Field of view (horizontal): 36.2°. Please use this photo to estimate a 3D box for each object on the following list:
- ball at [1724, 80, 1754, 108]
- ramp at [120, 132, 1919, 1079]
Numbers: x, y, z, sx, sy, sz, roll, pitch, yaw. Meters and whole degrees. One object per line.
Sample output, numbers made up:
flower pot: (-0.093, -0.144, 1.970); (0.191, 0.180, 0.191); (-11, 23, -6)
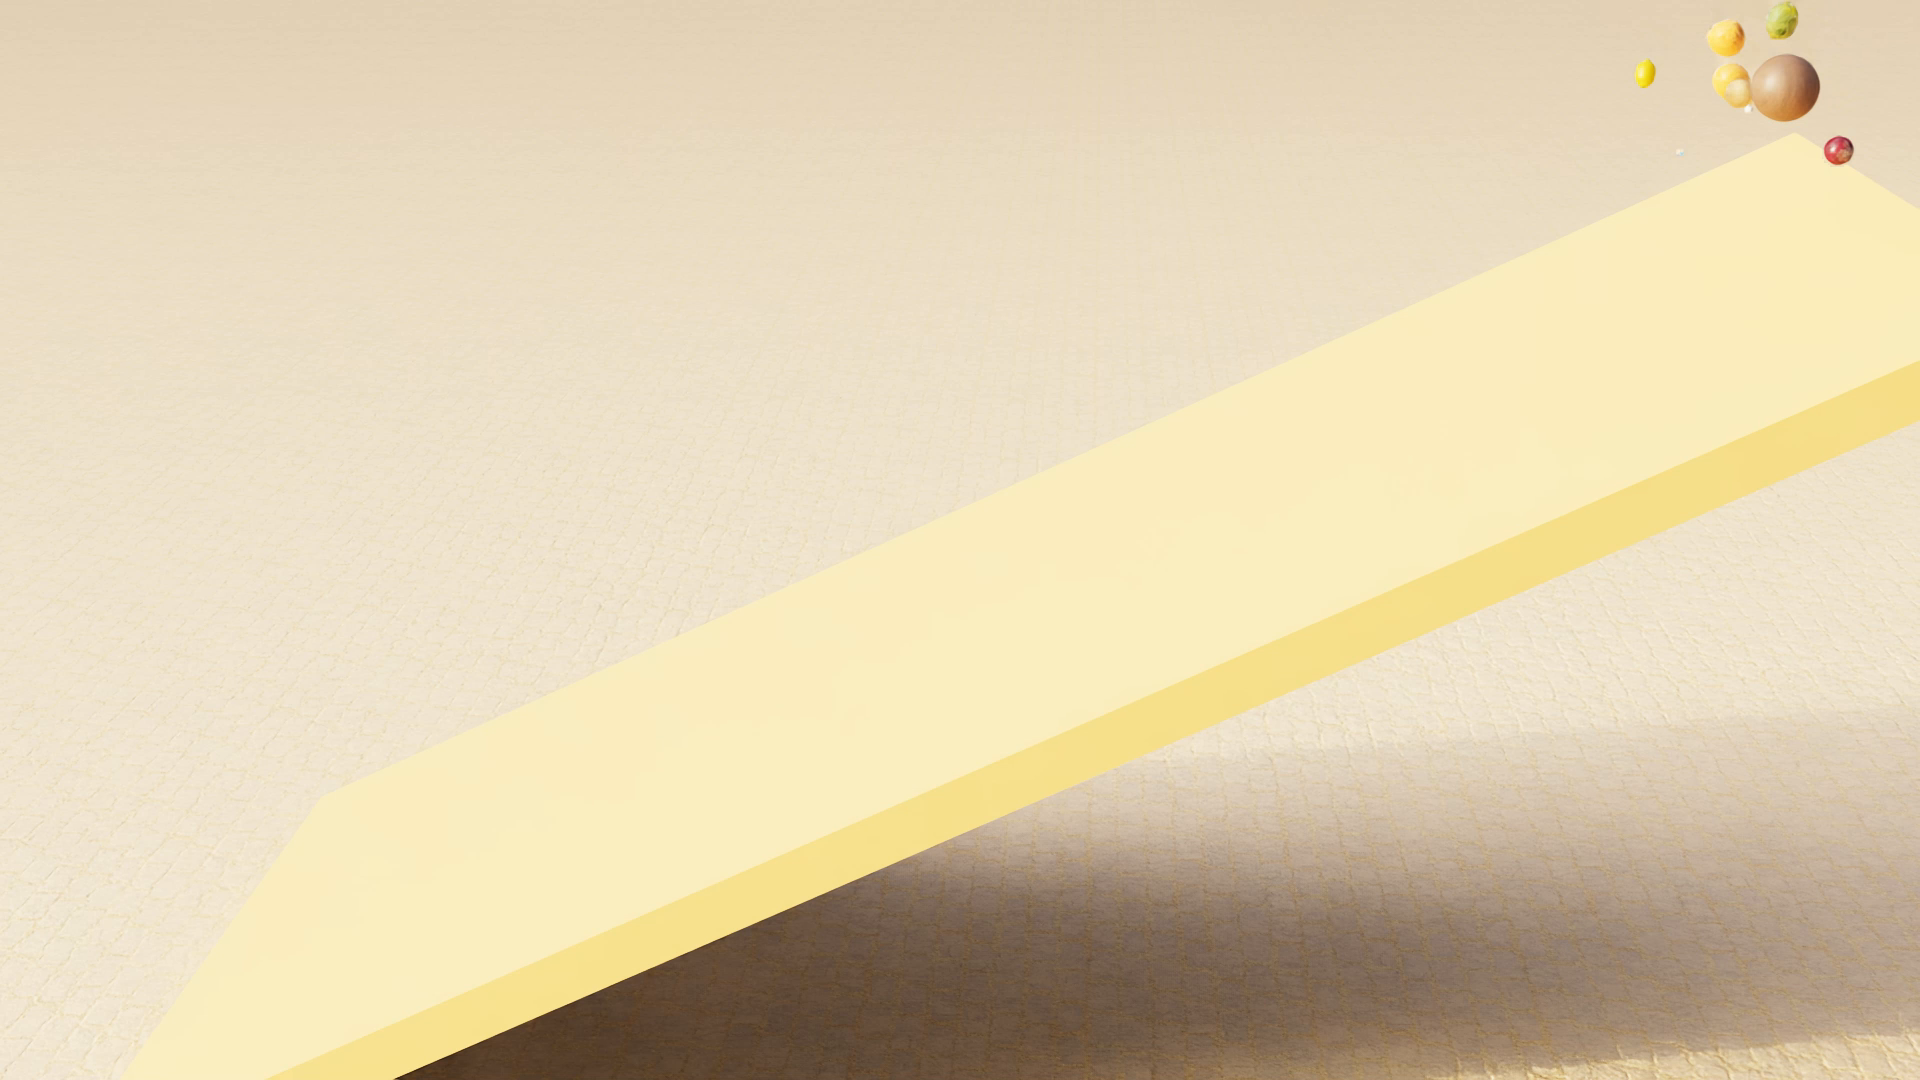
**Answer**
ball: (1.570, -0.899, 5.922); (0.058, 0.058, 0.058); (0, 16, 0)
ramp: (0.136, 0.169, 6.282); (4.000, 0.100, 2.000); (-24, 13, 9)
